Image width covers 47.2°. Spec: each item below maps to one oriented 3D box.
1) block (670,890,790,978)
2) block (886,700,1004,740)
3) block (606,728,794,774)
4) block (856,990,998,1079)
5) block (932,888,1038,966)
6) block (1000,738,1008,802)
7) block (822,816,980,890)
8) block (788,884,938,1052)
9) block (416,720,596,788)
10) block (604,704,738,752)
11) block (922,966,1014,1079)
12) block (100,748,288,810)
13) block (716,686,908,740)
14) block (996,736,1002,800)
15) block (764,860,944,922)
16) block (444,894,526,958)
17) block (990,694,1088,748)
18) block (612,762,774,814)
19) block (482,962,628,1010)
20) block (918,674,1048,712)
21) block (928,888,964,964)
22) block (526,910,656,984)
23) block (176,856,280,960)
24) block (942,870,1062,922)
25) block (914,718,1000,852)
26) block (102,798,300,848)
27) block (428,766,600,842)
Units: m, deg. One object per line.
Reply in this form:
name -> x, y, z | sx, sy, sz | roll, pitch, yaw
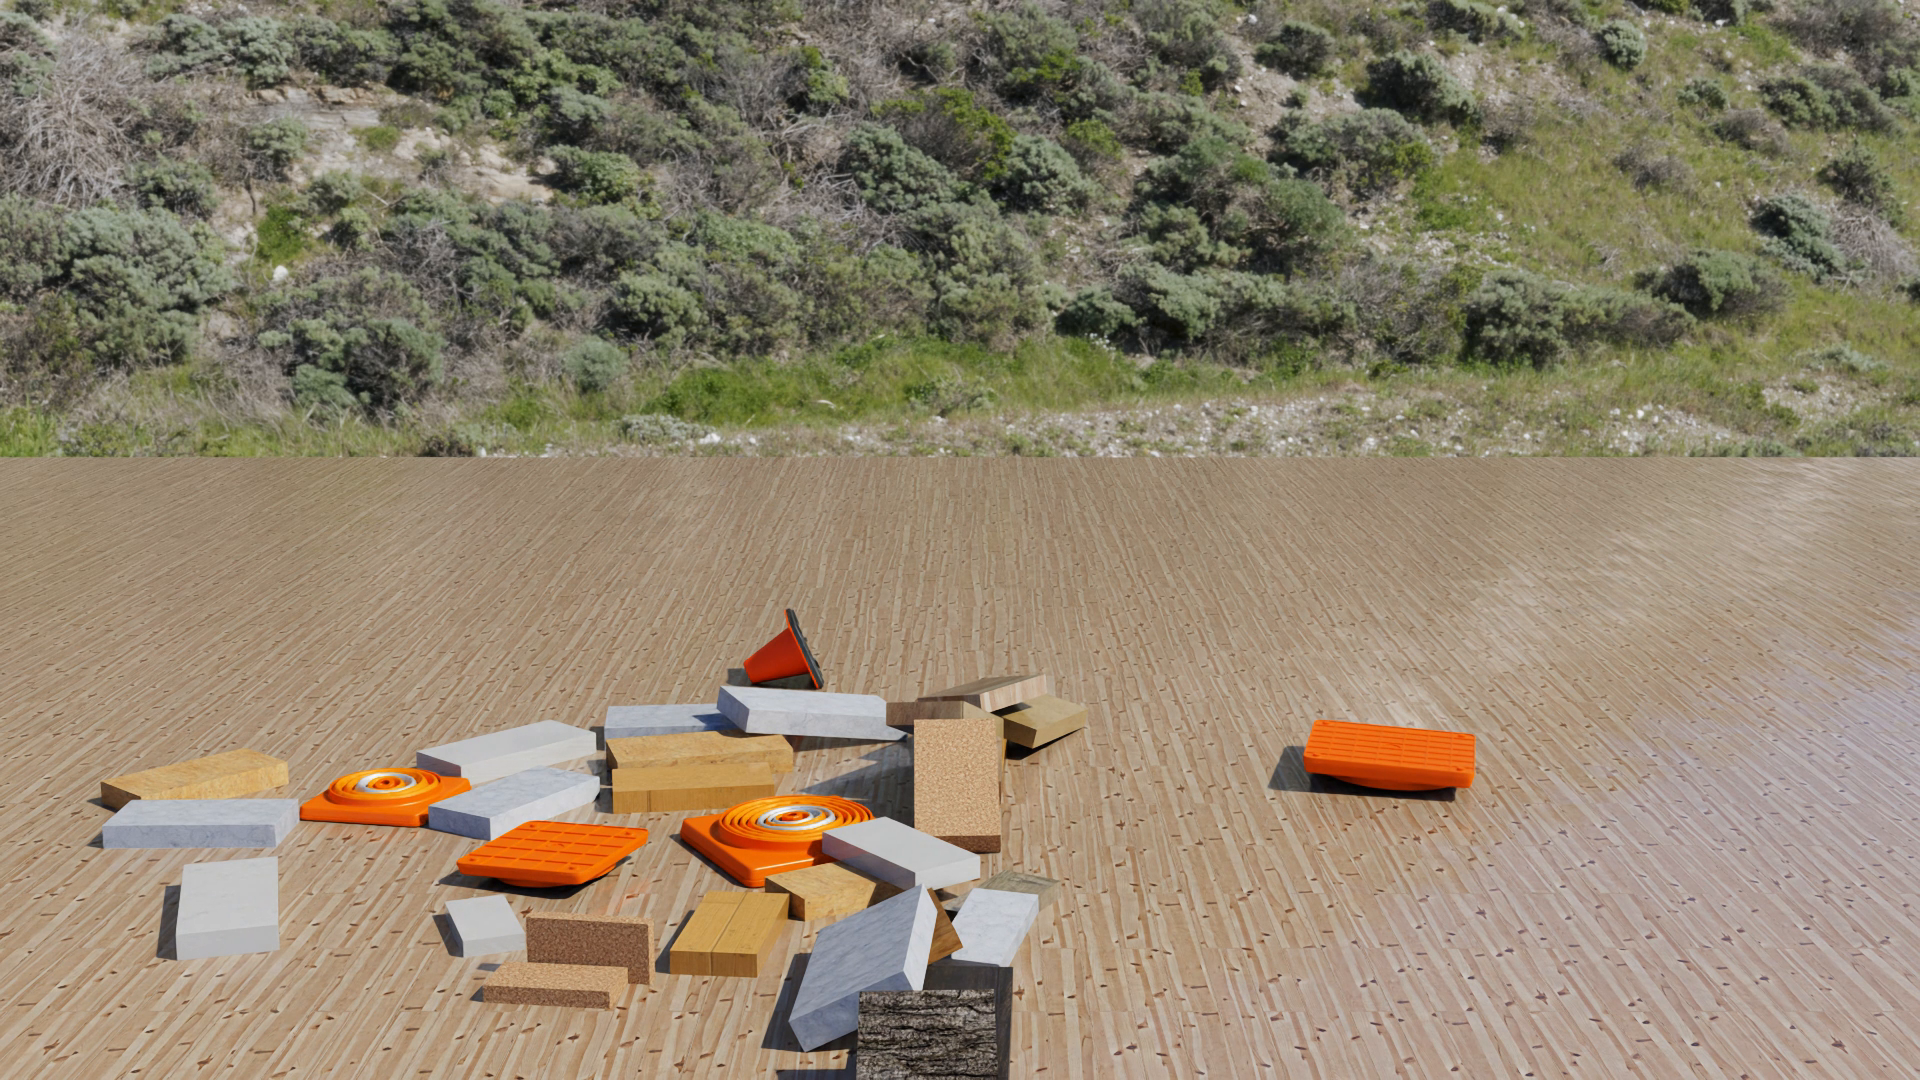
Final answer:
block -> -0.357, 0.614, 3.438 | 0.133, 0.038, 0.266 | 1, 11, 6
block -> -0.026, 0.352, 4.260 | 0.151, 0.043, 0.301 | -2, -11, 15
block -> -0.522, 0.431, 4.392 | 0.347, 0.049, 0.173 | -3, 11, -16
block -> -0.041, 0.691, 2.762 | 0.178, 0.050, 0.356 | -1, 24, -1
block -> 0.041, 0.607, 3.393 | 0.107, 0.030, 0.214 | 3, 21, 18
block -> 0.022, 0.426, 4.442 | 0.143, 0.041, 0.630 | 1, 11, 3
block -> -0.101, 0.528, 3.694 | 0.133, 0.038, 0.266 | -8, 13, -37
block -> -0.135, 0.615, 3.194 | 0.178, 0.050, 0.355 | -25, 8, 8
block -> -0.911, 0.427, 4.427 | 0.152, 0.043, 0.327 | 10, 14, 42
block -> -0.566, 0.390, 4.612 | 0.347, 0.049, 0.173 | -1, 11, -6
block -> -0.019, 0.686, 3.016 | 0.178, 0.050, 0.415 | 0, 11, 2
block -> -1.467, 0.465, 4.223 | 0.152, 0.043, 0.304 | 9, 14, 41
block -> -0.304, 0.361, 4.576 | 0.363, 0.049, 0.173 | 6, 10, -28
block -> 0.004, 0.434, 4.171 | 0.151, 0.043, 0.301 | 0, 11, 2
block -> -0.176, 0.572, 3.662 | 0.266, 0.038, 0.133 | -7, 13, -33
block -> -0.754, 0.610, 3.486 | 0.095, 0.027, 0.190 | -4, 11, -21
block -> 0.147, 0.369, 4.583 | 0.143, 0.041, 0.286 | 18, 12, 22
block -> -0.510, 0.472, 4.190 | 0.301, 0.043, 0.150 | -2, 11, -9
block -> -0.595, 0.656, 3.242 | 0.190, 0.027, 0.095 | 1, 11, 7
block -> 0.048, 0.317, 4.480 | 0.143, 0.041, 0.286 | -6, 2, 29
block -> -0.068, 0.603, 3.385 | 0.107, 0.030, 0.214 | -25, 12, -6
block -> -0.554, 0.611, 3.296 | 0.190, 0.095, 0.027 | 2, 11, 9
block -> -1.178, 0.591, 3.549 | 0.150, 0.043, 0.341 | -3, 11, -17
block -> 0.067, 0.591, 3.581 | 0.107, 0.030, 0.214 | 6, 12, 30
block -> -0.007, 0.442, 3.980 | 0.151, 0.043, 0.301 | -1, 38, -1
block -> -1.368, 0.512, 3.973 | 0.304, 0.043, 0.152 | 0, 11, -1
block -> -0.828, 0.488, 4.101 | 0.150, 0.043, 0.301 | 6, 12, 30
